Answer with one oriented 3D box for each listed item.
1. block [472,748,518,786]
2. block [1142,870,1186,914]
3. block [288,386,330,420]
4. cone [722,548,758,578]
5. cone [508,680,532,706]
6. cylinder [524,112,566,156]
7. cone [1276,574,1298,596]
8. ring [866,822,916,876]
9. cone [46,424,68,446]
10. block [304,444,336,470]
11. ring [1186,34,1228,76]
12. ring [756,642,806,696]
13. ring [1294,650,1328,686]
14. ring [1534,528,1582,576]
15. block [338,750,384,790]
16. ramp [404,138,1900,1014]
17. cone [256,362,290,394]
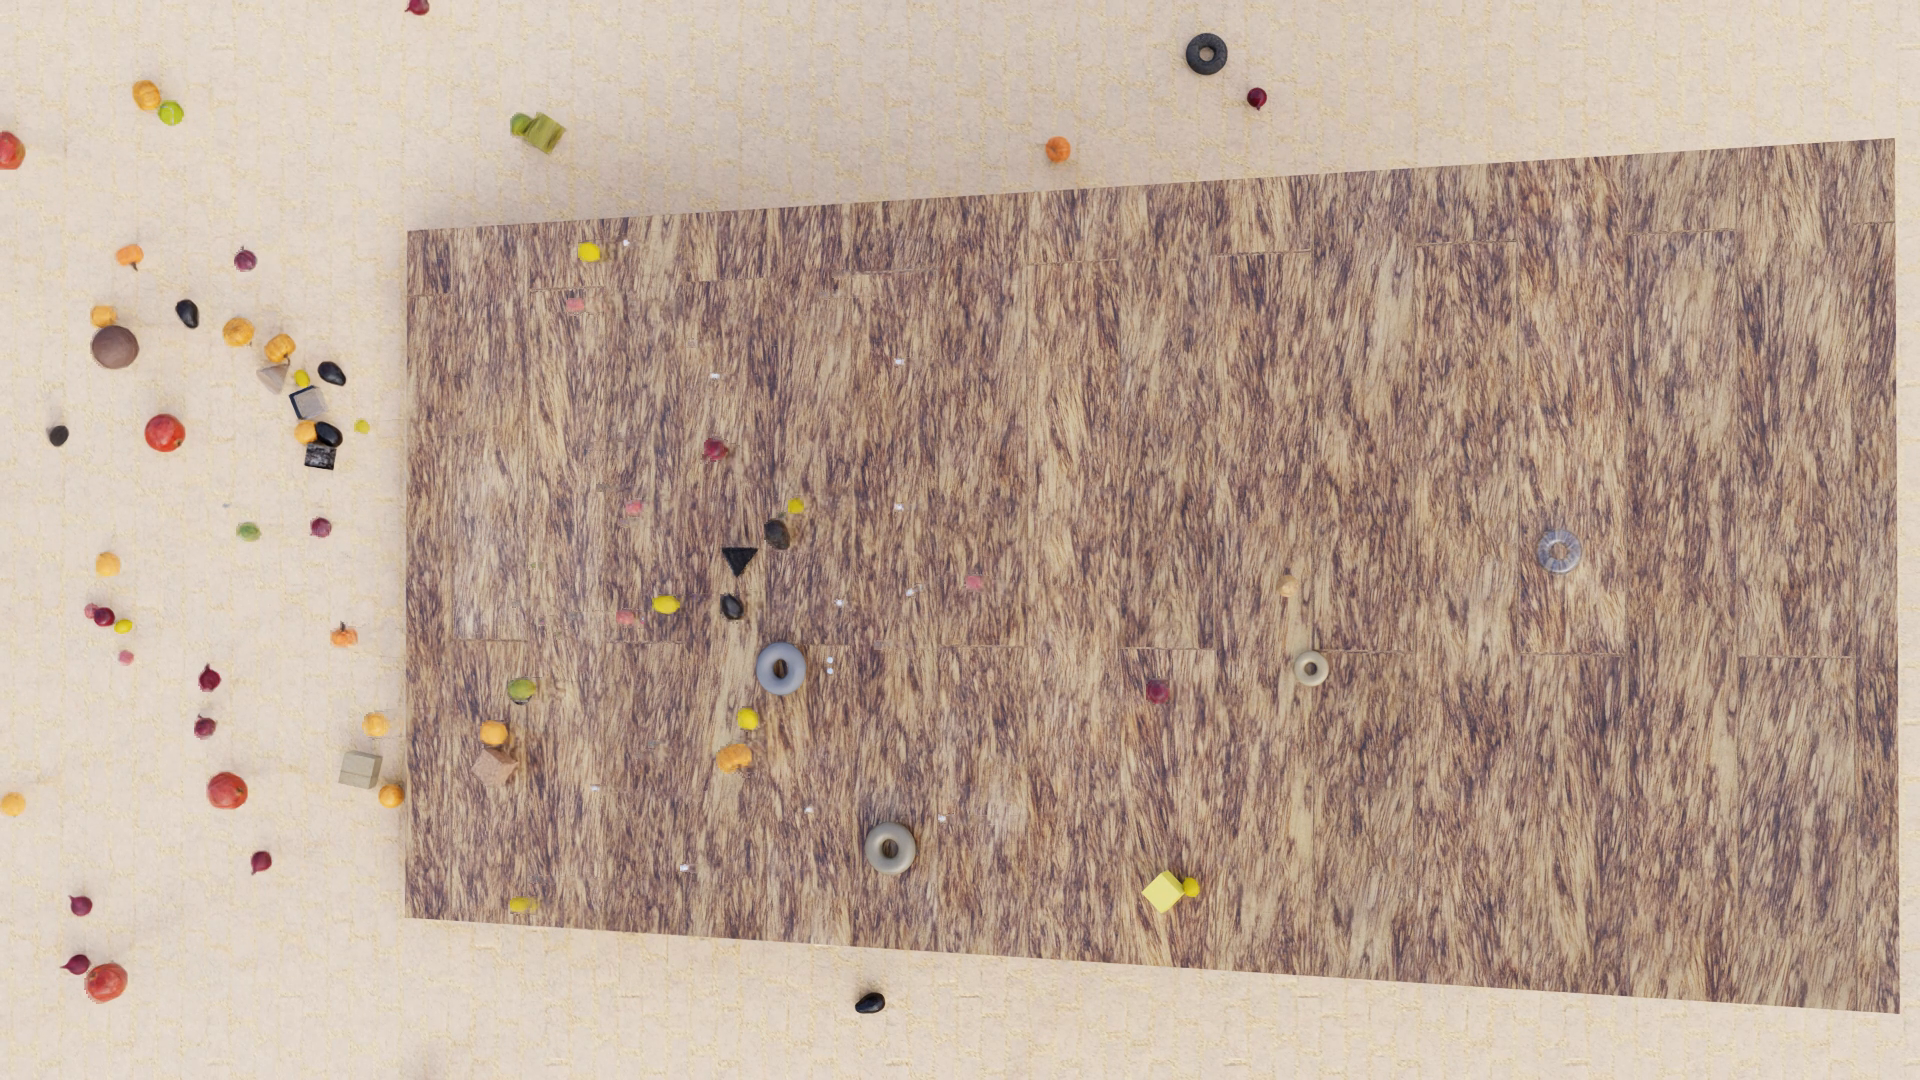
[{"bbox_3d":[-1.324,0.644,6.249,0.076,0.076,0.076,36,101,17],"label":"block"},{"bbox_3d":[0.518,0.890,5.569,0.071,0.071,0.071,46,104,15],"label":"block"},{"bbox_3d":[-1.914,-0.403,6.465,0.077,0.077,0.077,-23,89,0],"label":"block"},{"bbox_3d":[-0.590,0.043,6.005,0.093,0.093,0.093,-27,89,-9],"label":"cone"},{"bbox_3d":[-1.264,0.435,6.232,0.070,0.070,0.070,0,90,21],"label":"cone"},{"bbox_3d":[-1.223,-1.195,6.469,0.091,0.091,0.091,32,89,0],"label":"cylinder"},{"bbox_3d":[0.810,0.115,5.480,0.056,0.056,0.056,0,89,20],"label":"cone"},{"bbox_3d":[-0.185,0.819,5.842,0.143,0.048,0.143,0,90,20],"label":"ring"},{"bbox_3d":[-2.678,-0.319,6.488,0.066,0.066,0.066,23,89,28],"label":"cone"},{"bbox_3d":[-1.881,-0.245,6.468,0.068,0.068,0.068,9,89,0],"label":"block"},{"bbox_3d":[0.729,-1.435,6.497,0.125,0.042,0.125,0,90,1],"label":"ring"},{"bbox_3d":[-0.485,0.348,5.958,0.146,0.049,0.146,-1,88,21],"label":"ring"},{"bbox_3d":[0.873,0.319,5.468,0.090,0.030,0.090,-1,88,21],"label":"ring"},{"bbox_3d":[1.432,0.028,5.262,0.112,0.037,0.112,-1,88,20],"label":"ring"},{"bbox_3d":[-1.756,0.673,6.444,0.090,0.090,0.090,13,89,0],"label":"block"},{"bbox_3d":[0.281,0.089,5.758,4.000,0.100,2.000,0,89,20],"label":"ramp"},{"bbox_3d":[-2.008,-0.494,6.484,0.094,0.094,0.094,40,63,0],"label":"cone"}]
